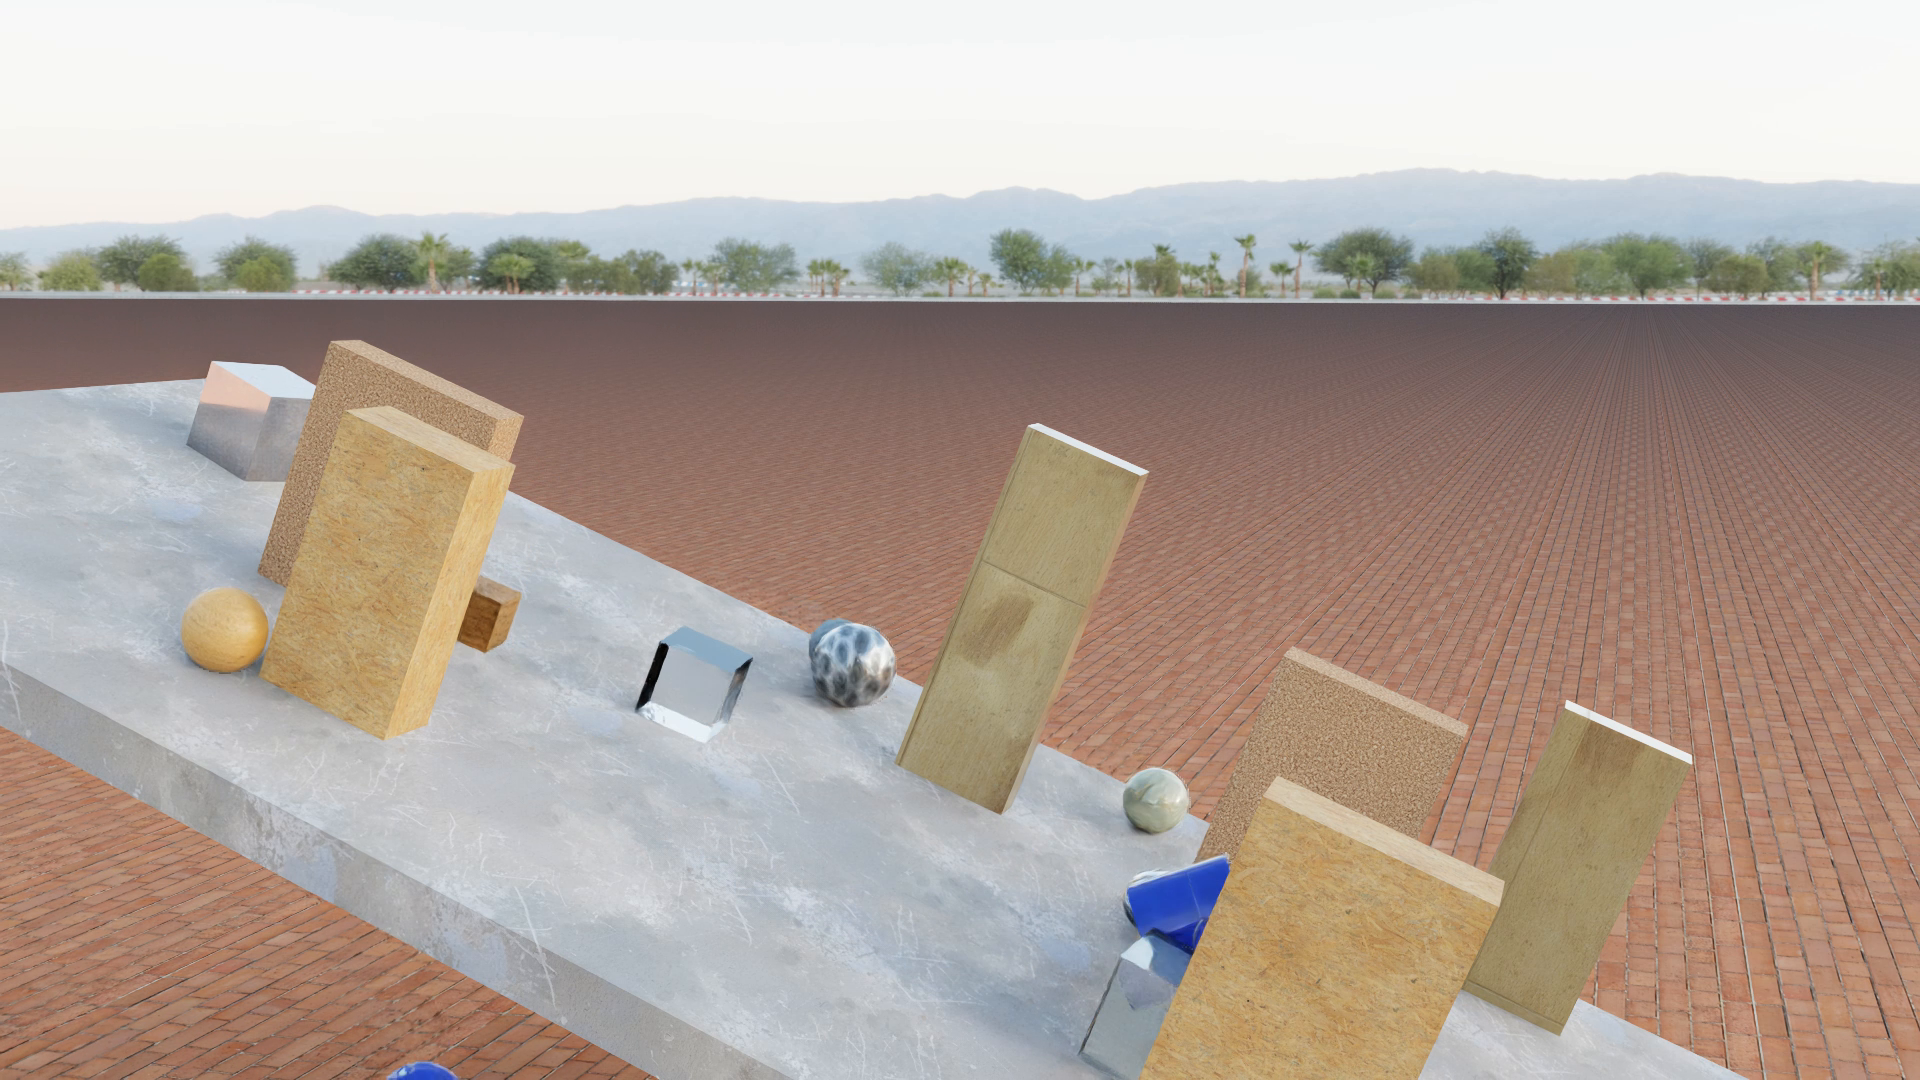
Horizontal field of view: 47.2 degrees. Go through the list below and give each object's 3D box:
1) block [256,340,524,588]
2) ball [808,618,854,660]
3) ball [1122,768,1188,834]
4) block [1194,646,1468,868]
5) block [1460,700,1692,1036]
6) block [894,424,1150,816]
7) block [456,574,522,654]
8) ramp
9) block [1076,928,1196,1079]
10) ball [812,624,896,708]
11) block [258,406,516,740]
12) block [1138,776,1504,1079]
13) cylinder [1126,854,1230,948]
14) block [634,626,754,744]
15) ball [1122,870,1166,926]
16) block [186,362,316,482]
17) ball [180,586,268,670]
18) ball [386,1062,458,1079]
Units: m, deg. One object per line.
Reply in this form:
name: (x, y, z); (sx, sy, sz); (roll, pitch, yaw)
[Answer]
block: (-1.090, -0.085, 4.200); (0.377, 0.483, 0.100); (24, 13, 13)
ball: (-0.275, 0.244, 4.963); (0.135, 0.135, 0.135); (0, 7, 0)
ball: (0.423, 0.564, 4.760); (0.142, 0.142, 0.142); (0, 7, 0)
block: (0.627, 0.558, 3.983); (0.342, 0.639, 0.107); (24, 13, 13)
block: (1.240, 0.674, 4.519); (0.266, 0.631, 0.089); (24, 13, 13)
block: (0.122, 0.164, 4.506); (0.250, 0.765, 0.084); (24, 13, 13)
block: (-0.950, 0.143, 4.345); (0.107, 0.107, 0.107); (23, 13, 5)
ramp: (-0.308, 0.546, 4.195); (4.000, 0.100, 2.000); (24, 13, 13)
block: (0.339, 0.784, 3.604); (0.190, 0.190, 0.190); (26, 13, 18)
ball: (-0.232, 0.274, 4.798); (0.183, 0.183, 0.183); (0, 7, 0)
block: (-0.983, 0.054, 3.769); (0.261, 0.498, 0.141); (24, 13, 13)
block: (0.491, 0.707, 3.186); (0.353, 0.623, 0.134); (24, 13, 13)
cylinder: (0.402, 0.657, 3.805); (0.180, 0.180, 0.180); (-19, 6, 5)
block: (-0.525, 0.284, 4.345); (0.154, 0.154, 0.154); (23, 13, 6)
ball: (0.371, 0.691, 4.202); (0.120, 0.120, 0.120); (0, 7, 0)
block: (-1.535, -0.259, 4.846); (0.199, 0.199, 0.199); (28, 14, 26)
ball: (-1.251, 0.151, 3.741); (0.143, 0.143, 0.143); (0, 7, 0)
ball: (-0.763, 0.804, 3.108); (0.130, 0.130, 0.130); (0, 7, 0)
